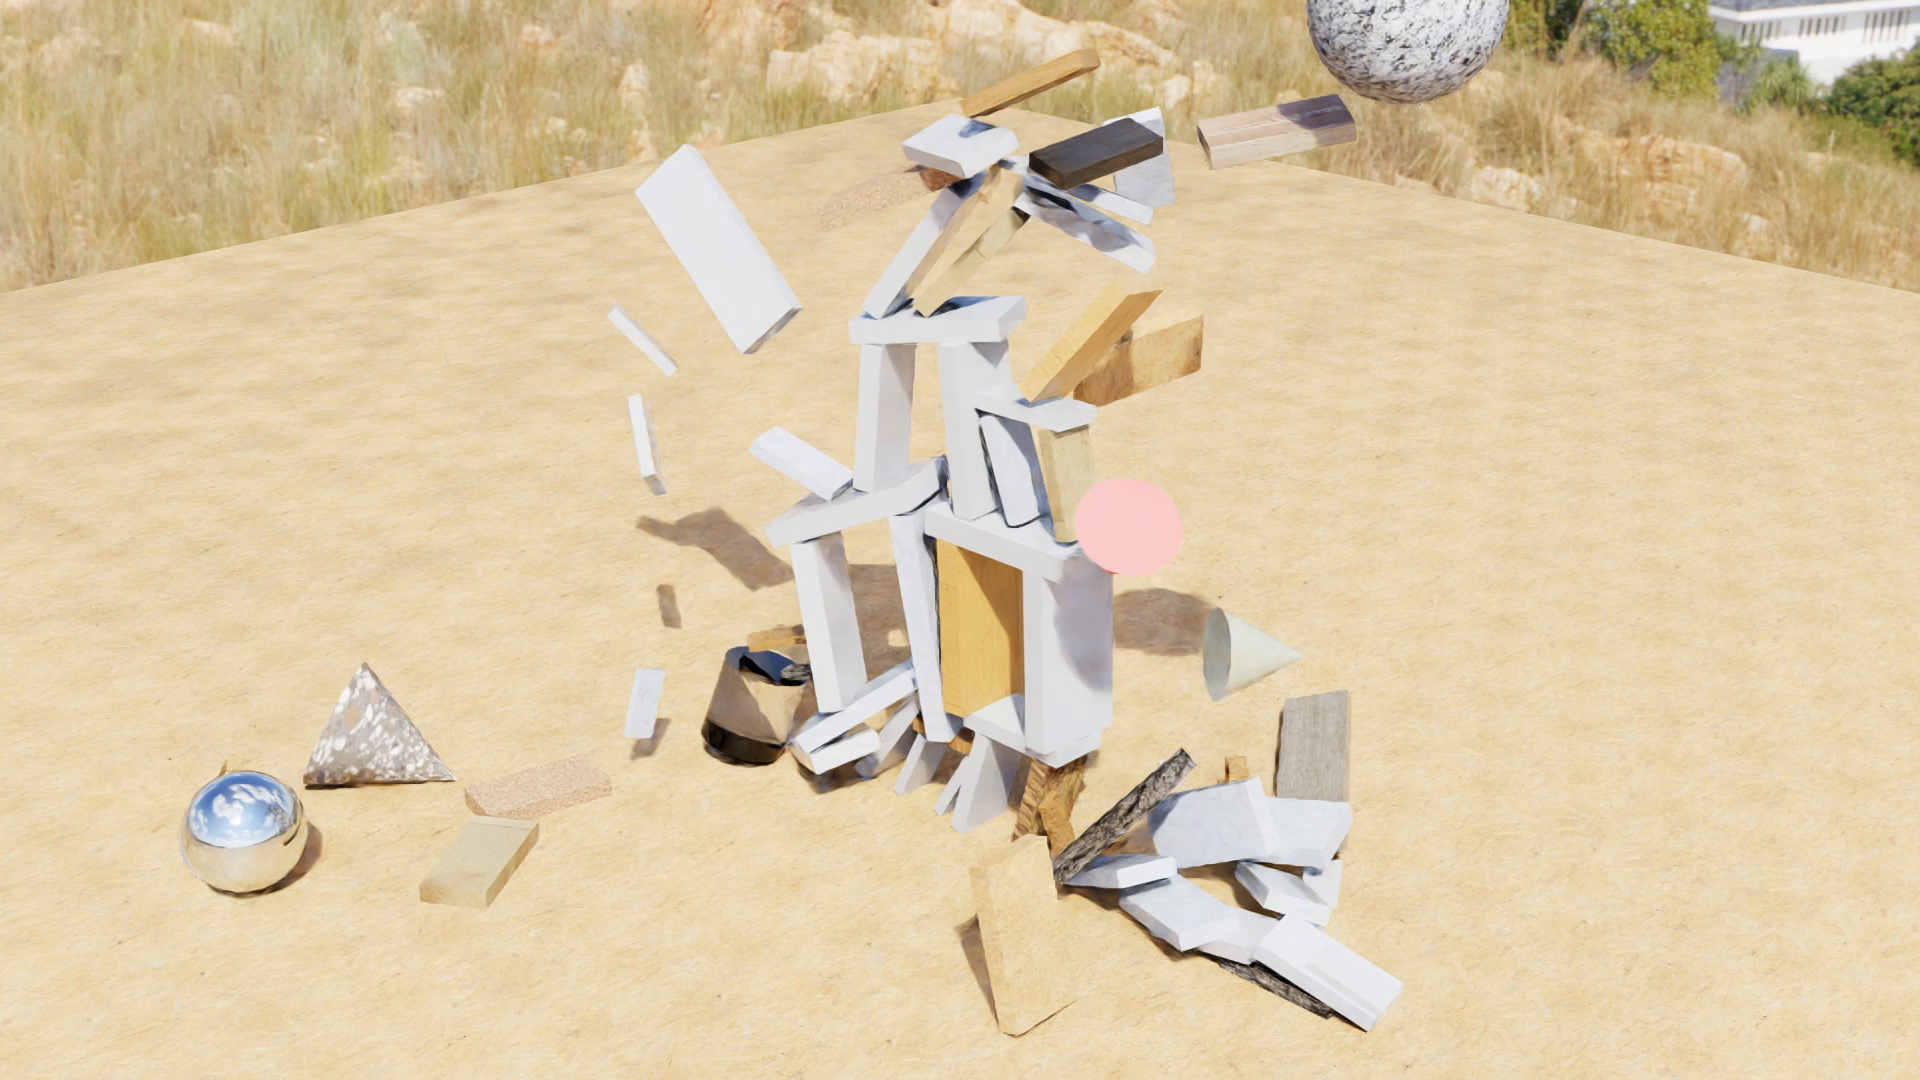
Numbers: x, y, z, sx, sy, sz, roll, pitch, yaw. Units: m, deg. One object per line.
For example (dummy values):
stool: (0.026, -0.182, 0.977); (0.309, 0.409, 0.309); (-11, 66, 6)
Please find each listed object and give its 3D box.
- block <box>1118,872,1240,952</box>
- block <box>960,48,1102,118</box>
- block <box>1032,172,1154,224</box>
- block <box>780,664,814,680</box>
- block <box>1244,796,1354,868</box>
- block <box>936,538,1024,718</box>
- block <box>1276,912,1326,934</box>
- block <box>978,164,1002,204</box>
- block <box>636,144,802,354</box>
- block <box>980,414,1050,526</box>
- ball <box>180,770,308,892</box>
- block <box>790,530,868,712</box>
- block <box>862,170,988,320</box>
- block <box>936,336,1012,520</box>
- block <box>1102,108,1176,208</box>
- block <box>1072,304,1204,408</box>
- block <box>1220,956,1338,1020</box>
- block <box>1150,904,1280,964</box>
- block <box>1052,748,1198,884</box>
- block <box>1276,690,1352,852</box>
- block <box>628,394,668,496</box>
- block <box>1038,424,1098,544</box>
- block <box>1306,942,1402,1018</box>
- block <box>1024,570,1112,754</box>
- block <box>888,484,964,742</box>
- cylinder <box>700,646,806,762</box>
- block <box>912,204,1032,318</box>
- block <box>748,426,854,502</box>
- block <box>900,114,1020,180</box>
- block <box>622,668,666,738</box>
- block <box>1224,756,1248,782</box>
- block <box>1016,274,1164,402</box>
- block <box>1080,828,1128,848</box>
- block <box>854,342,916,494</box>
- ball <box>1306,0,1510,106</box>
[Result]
block: (0.397, 0.675, 4.014); (0.121, 0.034, 0.241); (-15, 16, -20)
block: (0.120, -0.774, 3.727); (0.223, 0.032, 0.112); (-19, 6, 23)
block: (0.232, -0.605, 3.847); (0.104, 0.029, 0.207); (11, 14, -43)
block: (-0.305, 0.276, 4.594); (0.125, 0.018, 0.063); (0, 12, 17)
block: (0.592, 0.562, 4.272); (0.303, 0.043, 0.152); (0, 30, 32)
block: (0.043, 0.145, 4.246); (0.051, 0.357, 0.179); (18, 29, 42)
block: (0.631, 0.709, 4.011); (0.071, 0.020, 0.142); (25, 11, -21)
block: (0.053, -0.622, 3.845); (0.015, 0.054, 0.146); (29, 3, 1)
block: (-0.486, -0.584, 4.419); (0.417, 0.150, 0.042); (56, 24, 13)
block: (0.104, -0.139, 4.059); (0.029, 0.206, 0.103); (-8, 11, 38)
ball: (-1.356, 0.551, 4.166); (0.231, 0.231, 0.231); (0, 23, 0)
block: (-0.263, 0.151, 4.425); (0.049, 0.348, 0.174); (-5, 15, 16)
block: (-0.059, -0.545, 4.029); (0.042, 0.300, 0.150); (41, 34, 3)
block: (0.038, -0.217, 4.084); (0.042, 0.330, 0.148); (11, 25, 41)
block: (0.328, -0.687, 4.005); (0.104, 0.207, 0.029); (-15, 49, 2)
block: (0.341, -0.347, 4.204); (0.266, 0.133, 0.038); (-21, 45, -20)
block: (0.591, 0.767, 3.910); (0.234, 0.033, 0.117); (20, 30, 39)
block: (0.469, 0.706, 3.990); (0.117, 0.033, 0.234); (-21, 19, -39)
block: (0.295, 0.506, 4.021); (0.043, 0.303, 0.152); (48, 38, 6)
block: (0.731, 0.475, 4.543); (0.139, 0.039, 0.633); (-10, 20, 15)
block: (-0.656, -0.198, 4.611); (0.027, 0.097, 0.193); (-15, 65, 2)
block: (0.202, -0.107, 3.973); (0.103, 0.206, 0.029); (-17, 11, -42)
block: (0.677, 0.758, 3.790); (0.150, 0.020, 0.071); (33, 38, 24)
block: (0.203, 0.205, 4.098); (0.179, 0.357, 0.051); (-19, 27, -37)
block: (-0.044, 0.144, 4.320); (0.049, 0.474, 0.174); (0, 22, 25)
cylinder: (-0.436, 0.347, 4.650); (0.180, 0.180, 0.180); (18, 17, -6)
block: (0.032, -0.522, 4.011); (0.038, 0.266, 0.133); (46, 29, -5)
block: (-0.309, -0.151, 4.324); (0.193, 0.027, 0.097); (31, 33, 11)
block: (-0.002, -0.682, 3.799); (0.112, 0.032, 0.223); (-34, 30, -15)
block: (-0.654, 0.337, 4.556); (0.018, 0.146, 0.063); (18, 8, 42)
block: (0.565, 0.489, 4.483); (0.046, 0.093, 0.013); (4, -15, -24)
block: (0.231, -0.359, 3.912); (0.039, 0.278, 0.139); (51, 31, 14)
block: (0.283, 0.590, 4.353); (0.093, 0.013, 0.046); (3, 23, 8)
block: (-0.142, -0.253, 4.188); (0.042, 0.296, 0.148); (16, 29, 21)
ball: (0.652, -0.782, 3.206); (0.292, 0.292, 0.292); (0, 23, 0)
